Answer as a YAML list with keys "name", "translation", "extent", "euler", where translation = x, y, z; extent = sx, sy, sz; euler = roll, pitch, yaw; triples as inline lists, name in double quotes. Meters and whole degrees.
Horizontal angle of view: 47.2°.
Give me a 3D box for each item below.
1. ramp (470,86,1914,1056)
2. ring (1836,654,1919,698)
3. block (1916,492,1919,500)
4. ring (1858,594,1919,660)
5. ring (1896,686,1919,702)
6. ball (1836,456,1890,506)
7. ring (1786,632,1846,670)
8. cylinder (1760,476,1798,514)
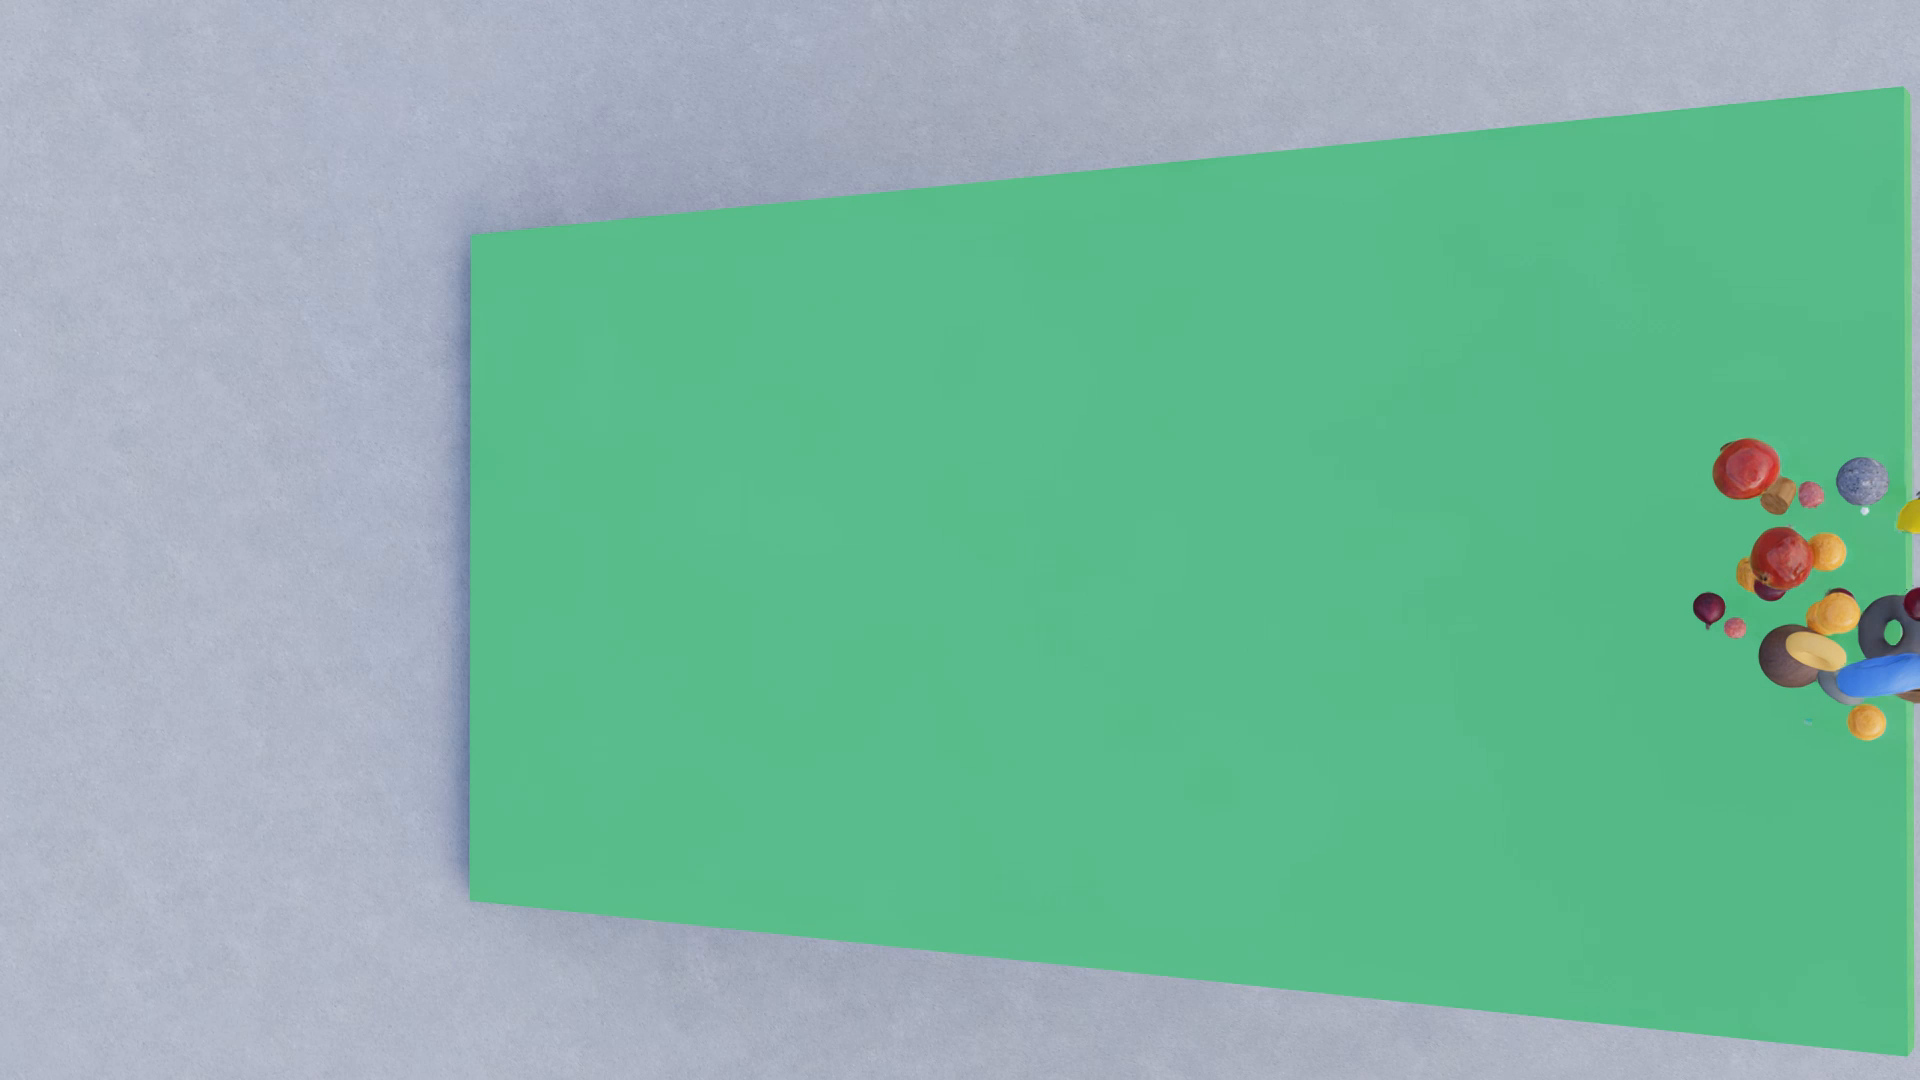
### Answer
- name: "ramp"
  translation: [0.265, 0.073, 5.611]
  extent: [4.000, 0.100, 2.000]
  euler: [0, 89, 31]
- name: "ring"
  translation: [1.479, 0.217, 3.517]
  extent: [0.145, 0.145, 0.048]
  euler: [-12, 90, 0]
- name: "block"
  translation: [1.545, -0.062, 3.388]
  extent: [0.082, 0.082, 0.082]
  euler: [-15, 67, -5]
- name: "ring"
  translation: [1.712, 0.170, 4.033]
  extent: [0.046, 0.139, 0.139]
  euler: [7, 89, -33]
- name: "ring"
  translation: [1.758, 0.270, 4.038]
  extent: [0.098, 0.098, 0.033]
  euler: [21, 69, 0]
- name: "ball"
  translation: [1.610, -0.105, 3.922]
  extent: [0.088, 0.088, 0.088]
  euler: [0, 89, 0]
- name: "ring"
  translation: [1.434, 0.186, 3.682]
  extent: [0.101, 0.101, 0.034]
  euler: [27, 78, 0]
- name: "cylinder"
  translation: [1.615, -0.088, 4.335]
  extent: [0.054, 0.054, 0.054]
  euler: [40, 59, 0]
